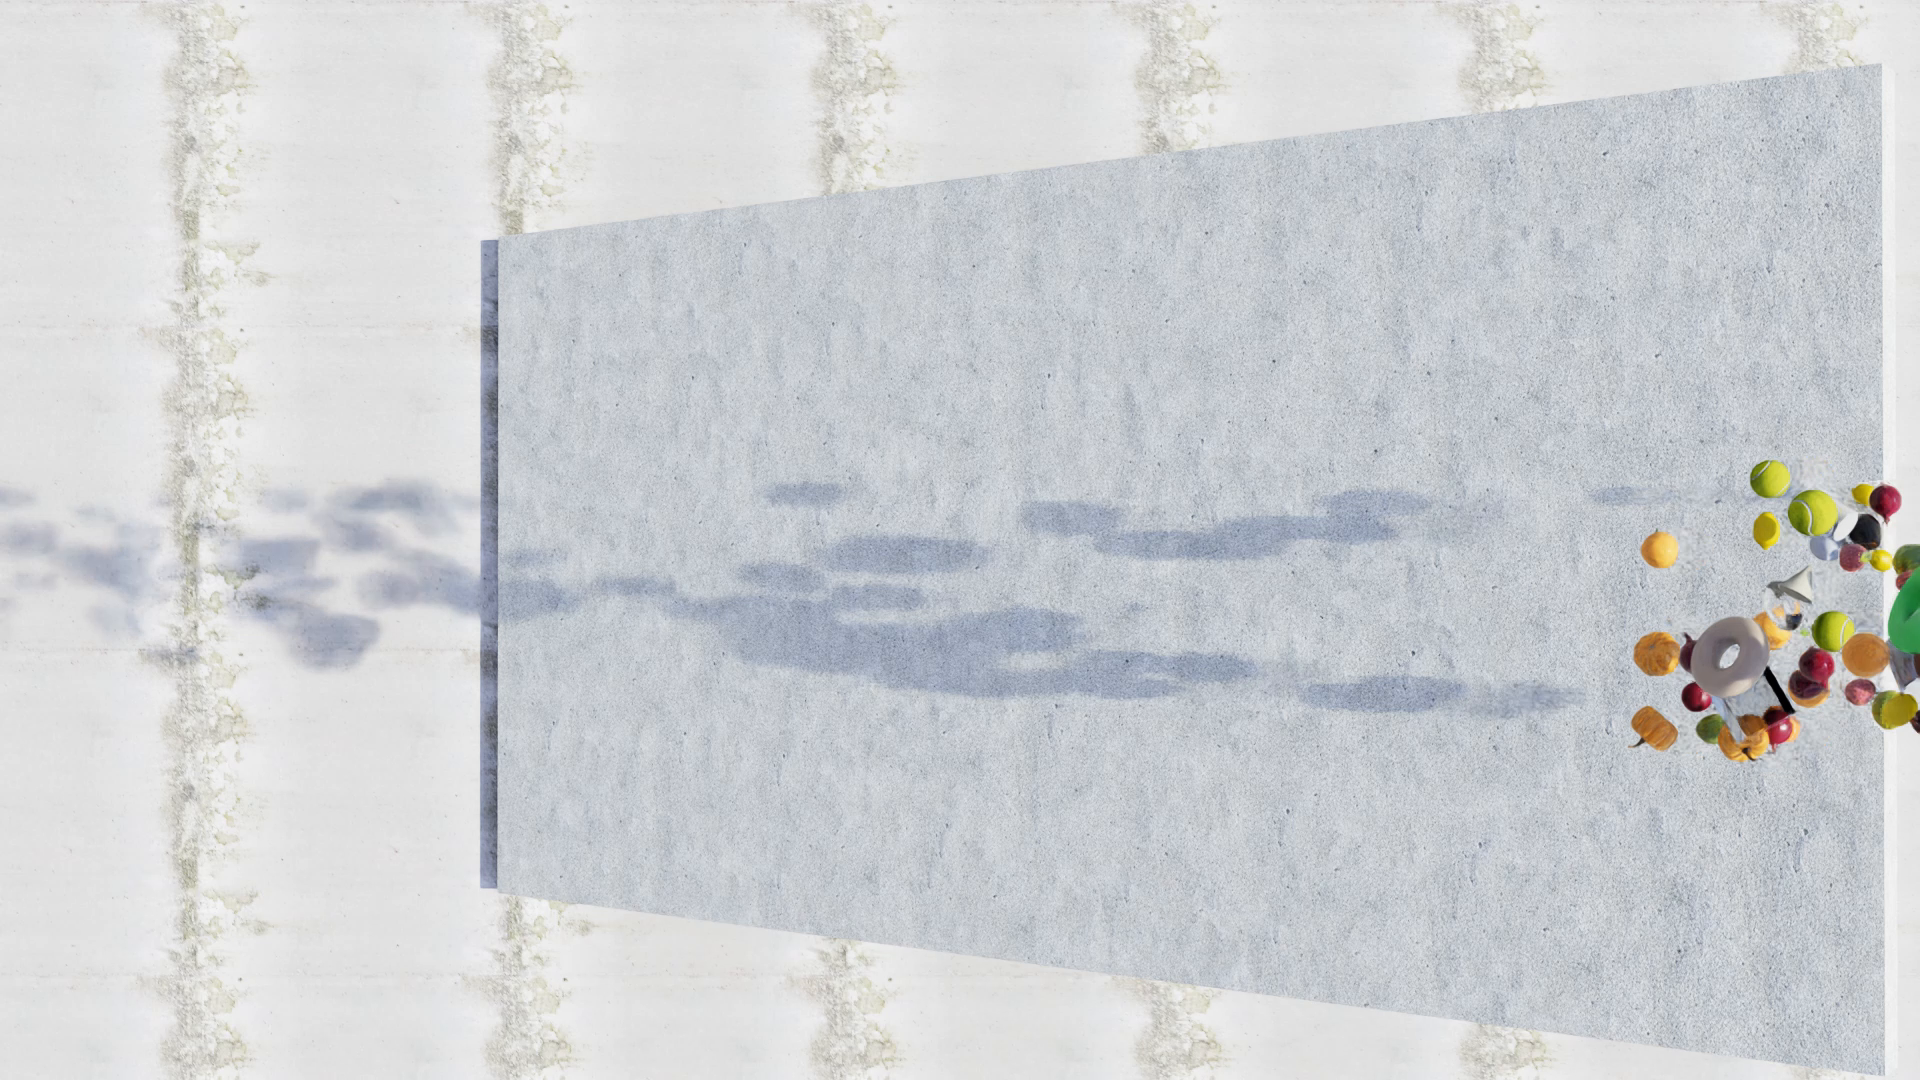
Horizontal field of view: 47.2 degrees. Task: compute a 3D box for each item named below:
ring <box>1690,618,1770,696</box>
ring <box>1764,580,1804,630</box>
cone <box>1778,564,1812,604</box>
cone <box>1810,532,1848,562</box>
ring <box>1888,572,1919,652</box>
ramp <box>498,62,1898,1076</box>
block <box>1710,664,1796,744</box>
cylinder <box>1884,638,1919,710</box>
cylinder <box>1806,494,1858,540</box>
[{"bbox_3d":[1.311,0.199,3.745,0.049,0.146,0.146,28,90,-28],"label":"ring"},{"bbox_3d":[1.474,0.118,3.938,0.032,0.095,0.095,-18,90,-10],"label":"ring"},{"bbox_3d":[1.418,0.065,3.698,0.061,0.061,0.061,30,88,0],"label":"cone"},{"bbox_3d":[1.639,0.025,4.153,0.067,0.067,0.067,10,119,19],"label":"cone"},{"bbox_3d":[1.314,0.086,2.980,0.050,0.149,0.149,30,90,6],"label":"ring"},{"bbox_3d":[0.237,0.066,5.558,4.000,0.100,2.000,0,89,36],"label":"ramp"},{"bbox_3d":[1.443,0.300,4.006,0.098,0.098,0.098,-27,73,3],"label":"block"},{"bbox_3d":[1.548,0.203,3.528,0.098,0.098,0.098,-2,47,0],"label":"cylinder"},{"bbox_3d":[1.615,-0.042,4.070,0.063,0.063,0.063,-45,50,0],"label":"cylinder"}]
